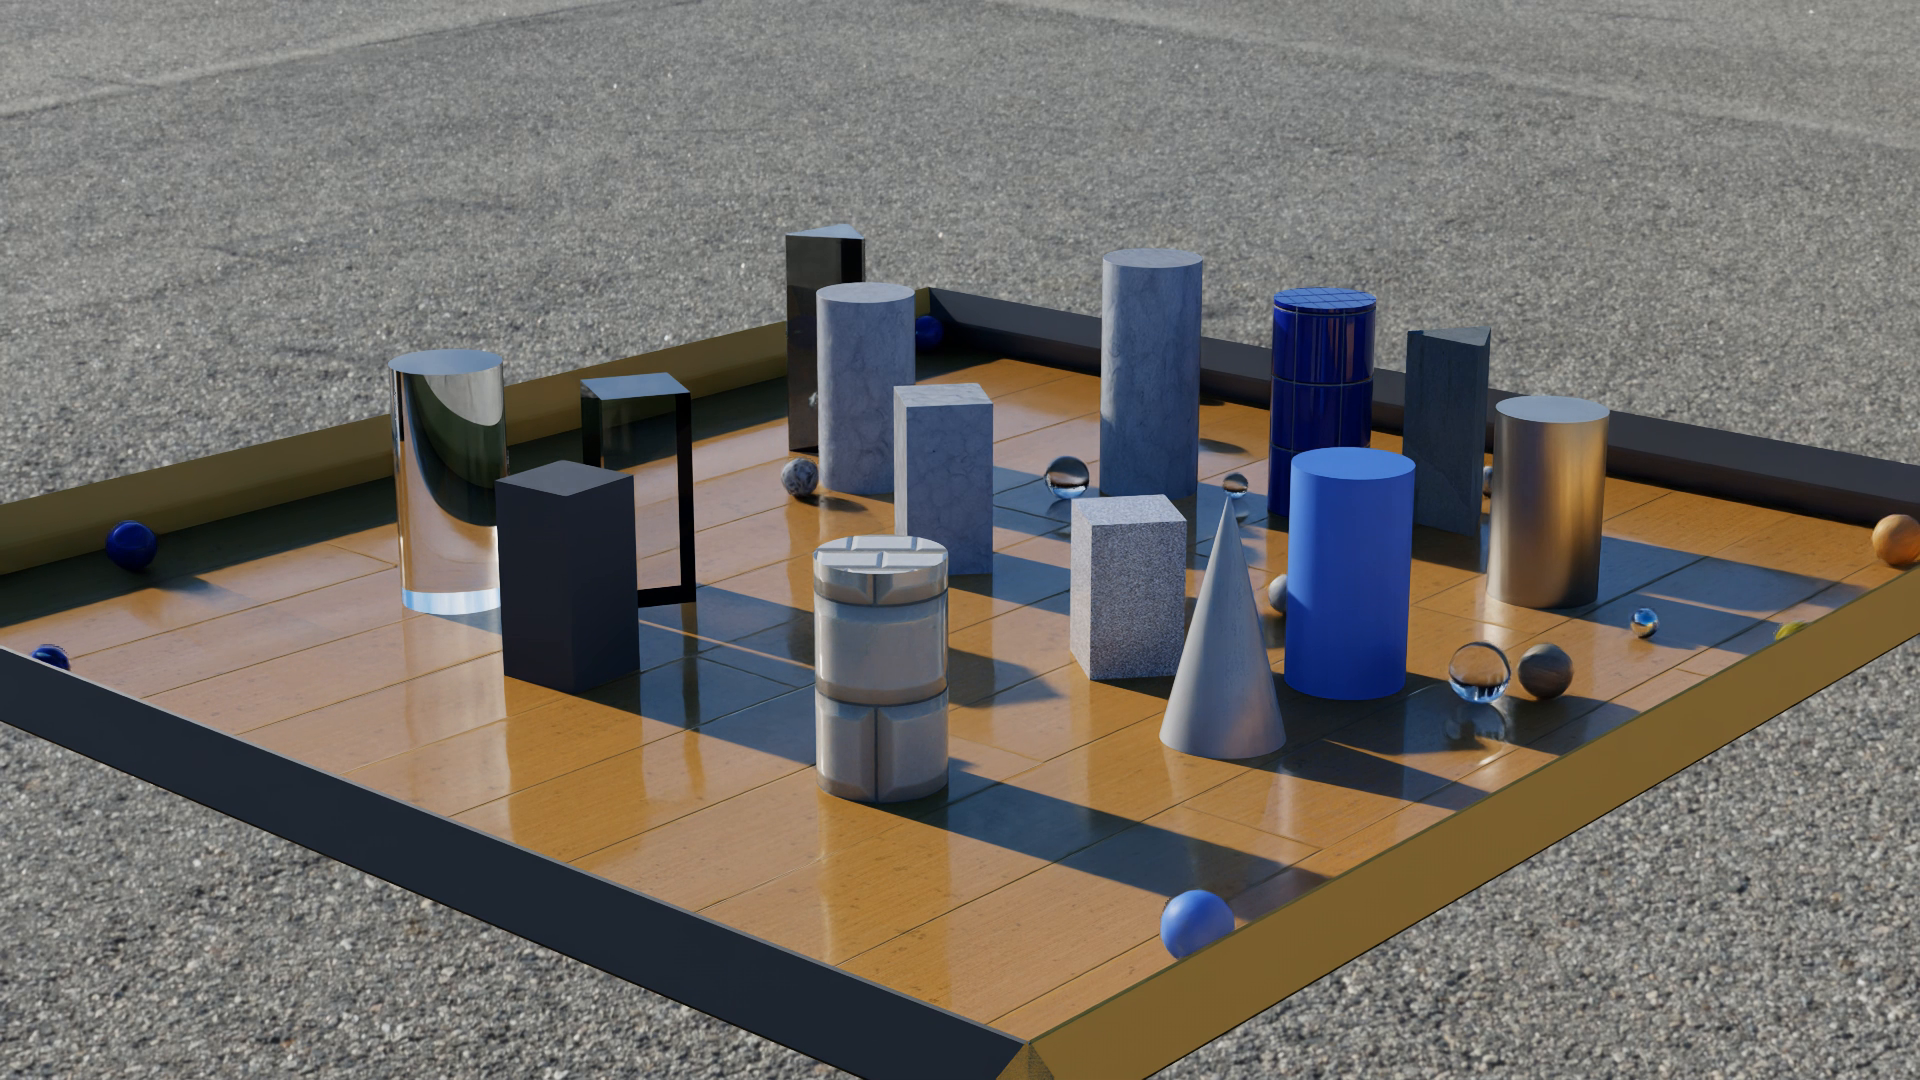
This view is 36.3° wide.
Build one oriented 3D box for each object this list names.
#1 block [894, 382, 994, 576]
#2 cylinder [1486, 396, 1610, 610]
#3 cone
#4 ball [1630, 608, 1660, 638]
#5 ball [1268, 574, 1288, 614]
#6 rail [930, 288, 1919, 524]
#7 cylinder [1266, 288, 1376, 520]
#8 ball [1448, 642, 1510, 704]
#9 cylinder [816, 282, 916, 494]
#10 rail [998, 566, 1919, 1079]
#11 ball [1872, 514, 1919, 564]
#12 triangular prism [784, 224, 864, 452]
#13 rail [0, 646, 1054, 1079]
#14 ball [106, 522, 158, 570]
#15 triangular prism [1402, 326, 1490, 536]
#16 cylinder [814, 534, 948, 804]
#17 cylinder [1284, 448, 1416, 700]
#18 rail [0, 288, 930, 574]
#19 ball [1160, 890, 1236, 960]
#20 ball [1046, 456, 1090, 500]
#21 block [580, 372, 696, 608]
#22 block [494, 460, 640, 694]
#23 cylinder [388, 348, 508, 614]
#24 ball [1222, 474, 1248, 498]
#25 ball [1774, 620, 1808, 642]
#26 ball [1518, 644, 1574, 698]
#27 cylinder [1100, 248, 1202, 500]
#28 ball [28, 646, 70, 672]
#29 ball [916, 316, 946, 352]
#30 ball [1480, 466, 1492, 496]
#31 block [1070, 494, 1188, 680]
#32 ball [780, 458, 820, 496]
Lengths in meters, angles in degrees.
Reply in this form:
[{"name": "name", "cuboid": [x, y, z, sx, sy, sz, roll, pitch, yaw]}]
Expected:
[{"name": "block", "cuboid": [-0.030, -0.109, 5.266, 0.155, 0.313, 0.155, -3, 17, -9]}, {"name": "cylinder", "cuboid": [1.020, -0.067, 5.093, 0.193, 0.331, 0.193, 0, 17, 0]}, {"name": "cone", "cuboid": [0.399, 0.111, 4.400, 0.193, 0.390, 0.193, 0, 17, 0]}, {"name": "ball", "cuboid": [1.145, 0.139, 4.903, 0.048, 0.048, 0.048, 0, 17, 0]}, {"name": "ball", "cuboid": [0.562, 0.093, 5.017, 0.070, 0.070, 0.070, 0, 17, 0]}, {"name": "rail", "cuboid": [0.941, -0.282, 6.158, 2.729, 0.126, 0.045, 14, 22, 39]}, {"name": "cylinder", "cuboid": [0.688, -0.259, 5.588, 0.193, 0.413, 0.193, 0, 17, 0]}, {"name": "ball", "cuboid": [0.812, 0.208, 4.589, 0.097, 0.097, 0.097, 0, 17, 0]}, {"name": "cylinder", "cuboid": [-0.184, -0.300, 5.779, 0.193, 0.382, 0.193, 0, 17, 0]}, {"name": "rail", "cuboid": [1.013, 0.285, 4.279, 0.045, 0.126, 2.917, 14, 22, 39]}, {"name": "ball", "cuboid": [1.693, -0.002, 5.290, 0.092, 0.092, 0.092, 0, 17, 0]}, {"name": "triangular prism", "cuboid": [-0.254, -0.415, 6.039, 0.167, 0.452, 0.145, 5, 17, 15]}, {"name": "rail", "cuboid": [-0.941, 0.344, 4.083, 2.729, 0.126, 0.045, 14, 22, 39]}, {"name": "ball", "cuboid": [-1.484, 0.011, 5.257, 0.087, 0.087, 0.087, 0, 17, 0]}, {"name": "triangular prism", "cuboid": [0.946, -0.213, 5.523, 0.167, 0.364, 0.145, 16, 23, 42]}, {"name": "cylinder", "cuboid": [-0.113, 0.184, 4.238, 0.193, 0.344, 0.193, 0, 17, 0]}, {"name": "cylinder", "cuboid": [0.617, 0.052, 4.651, 0.193, 0.360, 0.193, 0, 17, 0]}, {"name": "rail", "cuboid": [-1.013, -0.223, 5.962, 0.045, 0.126, 2.917, 14, 22, 39]}, {"name": "ball", "cuboid": [0.298, 0.486, 3.672, 0.094, 0.094, 0.094, 0, 17, 0]}, {"name": "ball", "cuboid": [0.209, -0.121, 5.697, 0.086, 0.086, 0.086, 0, 17, 0]}, {"name": "block", "cuboid": [-0.557, -0.085, 5.080, 0.155, 0.374, 0.155, -6, 18, -20]}, {"name": "block", "cuboid": [-0.627, 0.057, 4.692, 0.155, 0.326, 0.155, 12, 21, 35]}, {"name": "cylinder", "cuboid": [-0.876, -0.102, 5.054, 0.193, 0.421, 0.193, 0, 17, 0]}, {"name": "ball", "cuboid": [0.536, -0.105, 5.709, 0.049, 0.049, 0.049, 0, 17, 0]}, {"name": "ball", "cuboid": [1.359, 0.169, 4.754, 0.076, 0.076, 0.076, 0, 17, 0]}, {"name": "ball", "cuboid": [0.921, 0.206, 4.612, 0.087, 0.087, 0.087, 0, 17, 0]}, {"name": "cylinder", "cuboid": [0.371, -0.324, 5.720, 0.193, 0.461, 0.193, 0, 17, 0]}, {"name": "ball", "cuboid": [-1.448, 0.204, 4.651, 0.069, 0.069, 0.069, 0, 17, 0]}, {"name": "ball", "cuboid": [-0.078, -0.487, 6.908, 0.086, 0.086, 0.086, 0, 17, 0]}, {"name": "ball", "cuboid": [1.036, -0.116, 5.729, 0.058, 0.058, 0.058, 0, 17, 0]}, {"name": "block", "cuboid": [0.271, 0.075, 4.749, 0.155, 0.259, 0.155, -3, 17, -9]}, {"name": "ball", "cuboid": [-0.312, -0.121, 5.718, 0.075, 0.075, 0.075, 0, 17, 0]}]
